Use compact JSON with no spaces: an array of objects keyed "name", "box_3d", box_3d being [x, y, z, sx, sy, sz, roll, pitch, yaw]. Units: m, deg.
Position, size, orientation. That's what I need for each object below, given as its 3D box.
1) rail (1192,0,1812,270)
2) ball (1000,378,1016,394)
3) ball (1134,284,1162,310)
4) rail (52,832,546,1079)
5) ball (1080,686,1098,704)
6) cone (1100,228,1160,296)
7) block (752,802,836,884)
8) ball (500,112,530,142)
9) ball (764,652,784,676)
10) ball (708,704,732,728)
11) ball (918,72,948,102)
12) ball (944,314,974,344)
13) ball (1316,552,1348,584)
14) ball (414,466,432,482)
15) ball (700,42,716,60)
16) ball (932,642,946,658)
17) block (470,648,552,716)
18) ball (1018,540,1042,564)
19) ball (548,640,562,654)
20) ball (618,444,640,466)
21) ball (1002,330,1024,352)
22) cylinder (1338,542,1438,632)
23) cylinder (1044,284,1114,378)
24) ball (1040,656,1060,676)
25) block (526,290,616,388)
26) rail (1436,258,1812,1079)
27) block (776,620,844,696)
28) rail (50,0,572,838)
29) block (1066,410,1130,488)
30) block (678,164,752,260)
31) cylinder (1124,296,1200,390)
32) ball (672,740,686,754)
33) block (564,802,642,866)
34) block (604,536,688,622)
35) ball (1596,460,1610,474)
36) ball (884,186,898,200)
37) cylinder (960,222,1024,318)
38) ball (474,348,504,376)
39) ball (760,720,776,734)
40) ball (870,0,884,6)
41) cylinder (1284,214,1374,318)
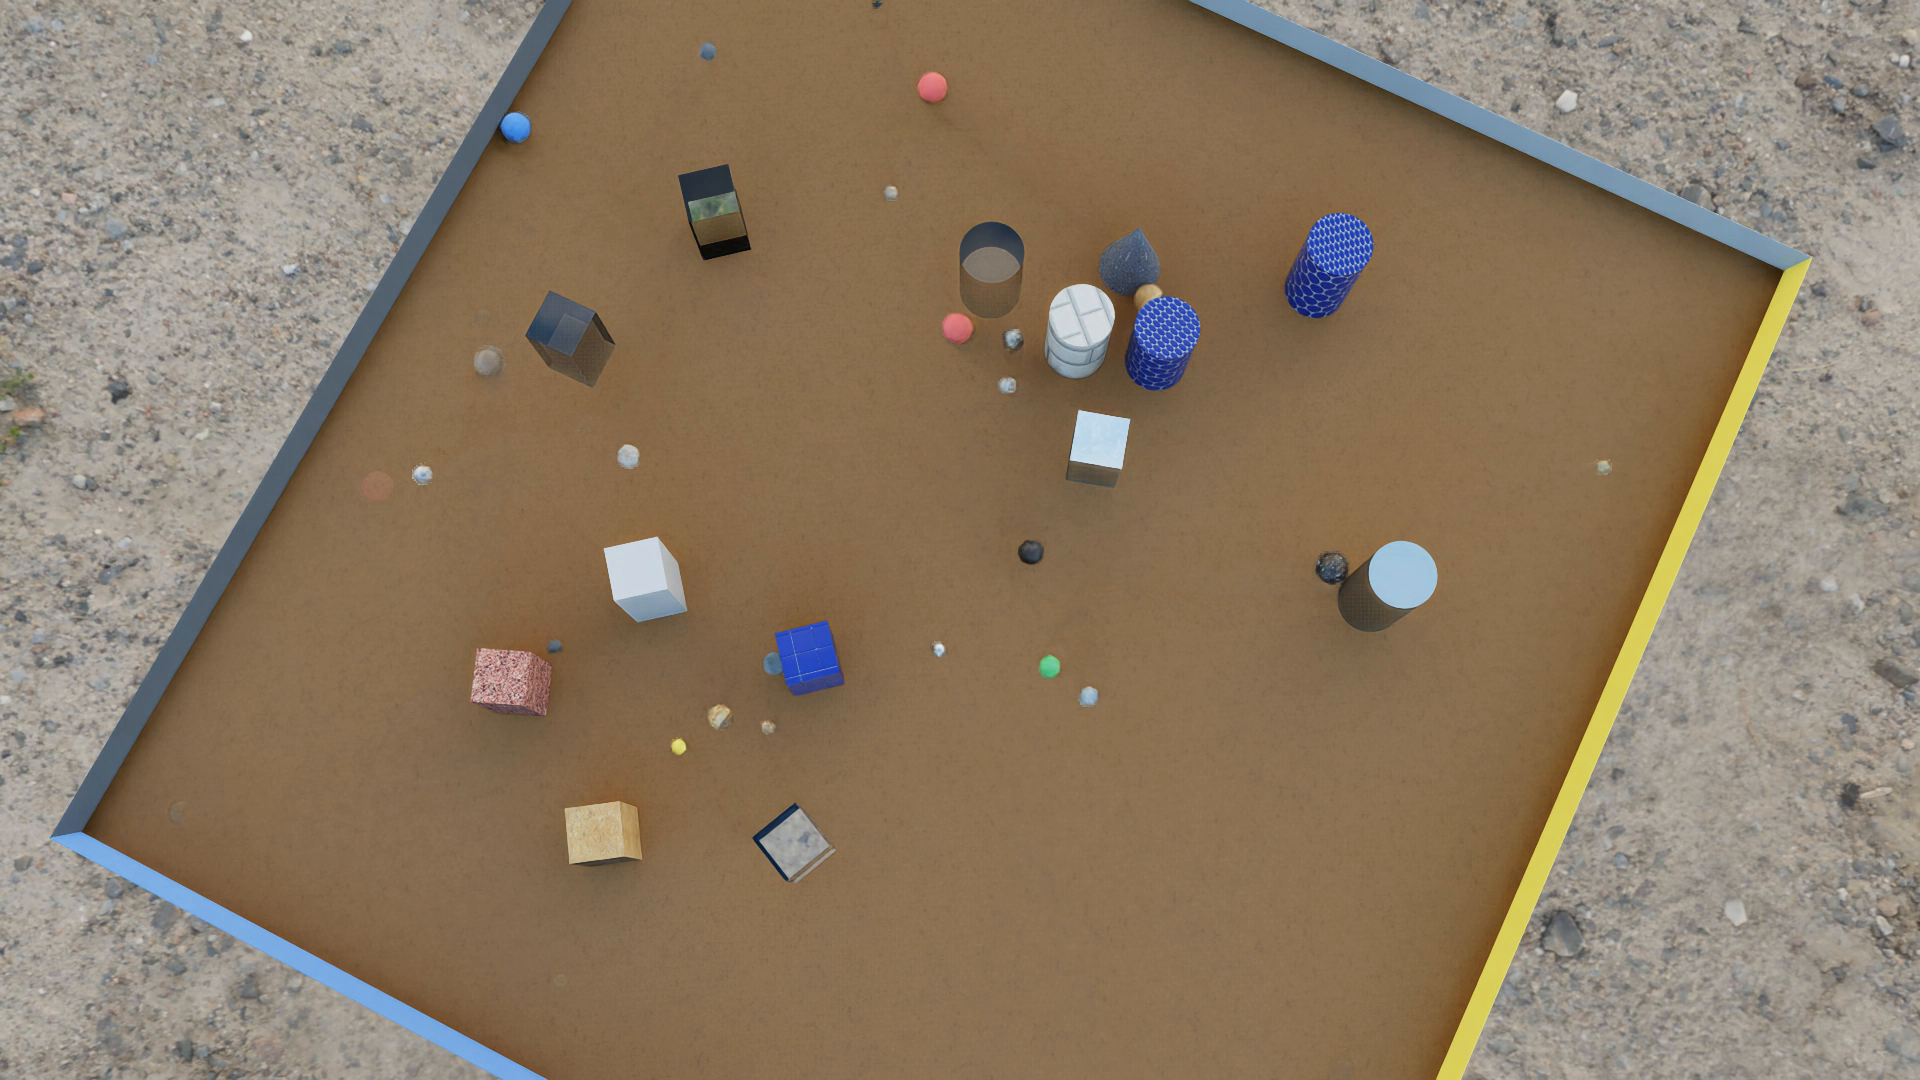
[{"name":"rail","box_3d":[0.872,-1.702,5.903,3.926,0.126,0.045,26,80,5]},{"name":"ball","box_3d":[0.151,-0.480,5.690,0.050,0.050,0.050,0,78,0]},{"name":"ball","box_3d":[0.588,-0.754,5.726,0.092,0.092,0.092,0,78,0]},{"name":"rail","box_3d":[-0.872,1.715,5.196,3.926,0.126,0.045,26,80,5]},{"name":"ball","box_3d":[0.388,0.467,5.492,0.054,0.054,0.054,0,78,0]},{"name":"cone","box_3d":[0.536,-0.898,5.630,0.194,0.338,0.194,0,78,0]},{"name":"block","box_3d":[-0.474,0.875,5.276,0.155,0.313,0.155,-39,81,-7]},{"name":"ball","box_3d":[-1.416,-1.314,5.841,0.093,0.093,0.093,0,78,0]},{"name":"ball","box_3d":[-0.556,0.372,5.504,0.069,0.069,0.069,0,78,0]},{"name":"ball","box_3d":[-0.718,0.528,5.471,0.072,0.072,0.072,0,78,0]},{"name":"ball","box_3d":[-0.087,-1.450,5.869,0.094,0.094,0.094,0,78,0]},{"name":"ball","box_3d":[-0.006,-0.658,5.705,0.093,0.093,0.093,0,78,0]},{"name":"ball","box_3d":[1.126,0.086,5.549,0.097,0.097,0.097,0,78,0]},{"name":"ball","box_3d":[-1.650,-0.203,5.632,0.051,0.051,0.051,0,78,0]},{"name":"ball","box_3d":[-0.813,-1.577,5.915,0.054,0.054,0.054,0,78,0]},{"name":"ball","box_3d":[-0.063,0.331,5.526,0.044,0.044,0.044,0,78,0]},{"name":"block","box_3d":[-1.316,0.420,5.386,0.155,0.280,0.155,4,78,1]},{"name":"ball","box_3d":[0.213,0.037,5.571,0.075,0.075,0.075,0,78,0]},{"name":"ball","box_3d":[-1.220,0.321,5.529,0.042,0.042,0.042,0,78,0]},{"name":"ball","box_3d":[-1.020,-0.260,5.637,0.065,0.065,0.065,0,78,0]},{"name":"ball","box_3d":[0.166,-0.619,5.711,0.065,0.065,0.065,0,78,0]},{"name":"cylinder","box_3d":[1.246,0.141,5.366,0.194,0.434,0.194,0,78,0]},{"name":"cylinder","box_3d":[0.361,-0.631,5.579,0.194,0.330,0.194,0,78,0]},{"name":"ball","box_3d":[0.271,0.378,5.506,0.064,0.064,0.064,0,78,0]},{"name":"block","box_3d":[-1.181,-0.607,5.576,0.155,0.325,0.155,25,79,5]},{"name":"rail","box_3d":[1.735,0.856,5.374,0.045,0.126,3.949,26,80,5]},{"name":"block","box_3d":[-0.441,0.352,5.408,0.155,0.265,0.155,-14,79,-3]},{"name":"rail","box_3d":[-1.735,-0.843,5.726,0.045,0.126,3.949,26,80,5]},{"name":"block","box_3d":[0.415,-0.272,5.545,0.155,0.250,0.155,10,78,2]},{"name":"block","box_3d":[-0.755,-1.009,5.660,0.155,0.323,0.155,-13,79,-3]},{"name":"cylinder","box_3d":[0.612,-0.593,5.571,0.194,0.330,0.194,0,78,0]},{"name":"ball","box_3d":[-0.839,0.617,5.466,0.044,0.044,0.044,0,78,0]},{"name":"block","box_3d":[-1.027,0.851,5.293,0.155,0.289,0.155,-7,78,-2]},{"name":"block","box_3d":[-0.921,0.120,5.394,0.155,0.387,0.155,-12,79,-3]},{"name":"ball","box_3d":[1.979,-0.226,5.643,0.040,0.040,0.040,0,78,0]},{"name":"ball","box_3d":[-0.220,-1.104,5.823,0.044,0.044,0.044,0,78,0]},{"name":"cylinder","box_3d":[0.095,-0.824,5.619,0.194,0.328,0.194,0,78,0]},{"name":"ball","box_3d":[-1.462,-0.553,5.685,0.090,0.090,0.090,0,78,0]},{"name":"ball","box_3d":[-0.574,0.559,5.479,0.042,0.042,0.042,0,78,0]},{"name":"ball","box_3d":[-0.270,-1.755,5.959,0.040,0.040,0.040,0,78,0]},{"name":"cylinder","box_3d":[1.120,-0.832,5.588,0.194,0.393,0.194,0,78,0]}]
